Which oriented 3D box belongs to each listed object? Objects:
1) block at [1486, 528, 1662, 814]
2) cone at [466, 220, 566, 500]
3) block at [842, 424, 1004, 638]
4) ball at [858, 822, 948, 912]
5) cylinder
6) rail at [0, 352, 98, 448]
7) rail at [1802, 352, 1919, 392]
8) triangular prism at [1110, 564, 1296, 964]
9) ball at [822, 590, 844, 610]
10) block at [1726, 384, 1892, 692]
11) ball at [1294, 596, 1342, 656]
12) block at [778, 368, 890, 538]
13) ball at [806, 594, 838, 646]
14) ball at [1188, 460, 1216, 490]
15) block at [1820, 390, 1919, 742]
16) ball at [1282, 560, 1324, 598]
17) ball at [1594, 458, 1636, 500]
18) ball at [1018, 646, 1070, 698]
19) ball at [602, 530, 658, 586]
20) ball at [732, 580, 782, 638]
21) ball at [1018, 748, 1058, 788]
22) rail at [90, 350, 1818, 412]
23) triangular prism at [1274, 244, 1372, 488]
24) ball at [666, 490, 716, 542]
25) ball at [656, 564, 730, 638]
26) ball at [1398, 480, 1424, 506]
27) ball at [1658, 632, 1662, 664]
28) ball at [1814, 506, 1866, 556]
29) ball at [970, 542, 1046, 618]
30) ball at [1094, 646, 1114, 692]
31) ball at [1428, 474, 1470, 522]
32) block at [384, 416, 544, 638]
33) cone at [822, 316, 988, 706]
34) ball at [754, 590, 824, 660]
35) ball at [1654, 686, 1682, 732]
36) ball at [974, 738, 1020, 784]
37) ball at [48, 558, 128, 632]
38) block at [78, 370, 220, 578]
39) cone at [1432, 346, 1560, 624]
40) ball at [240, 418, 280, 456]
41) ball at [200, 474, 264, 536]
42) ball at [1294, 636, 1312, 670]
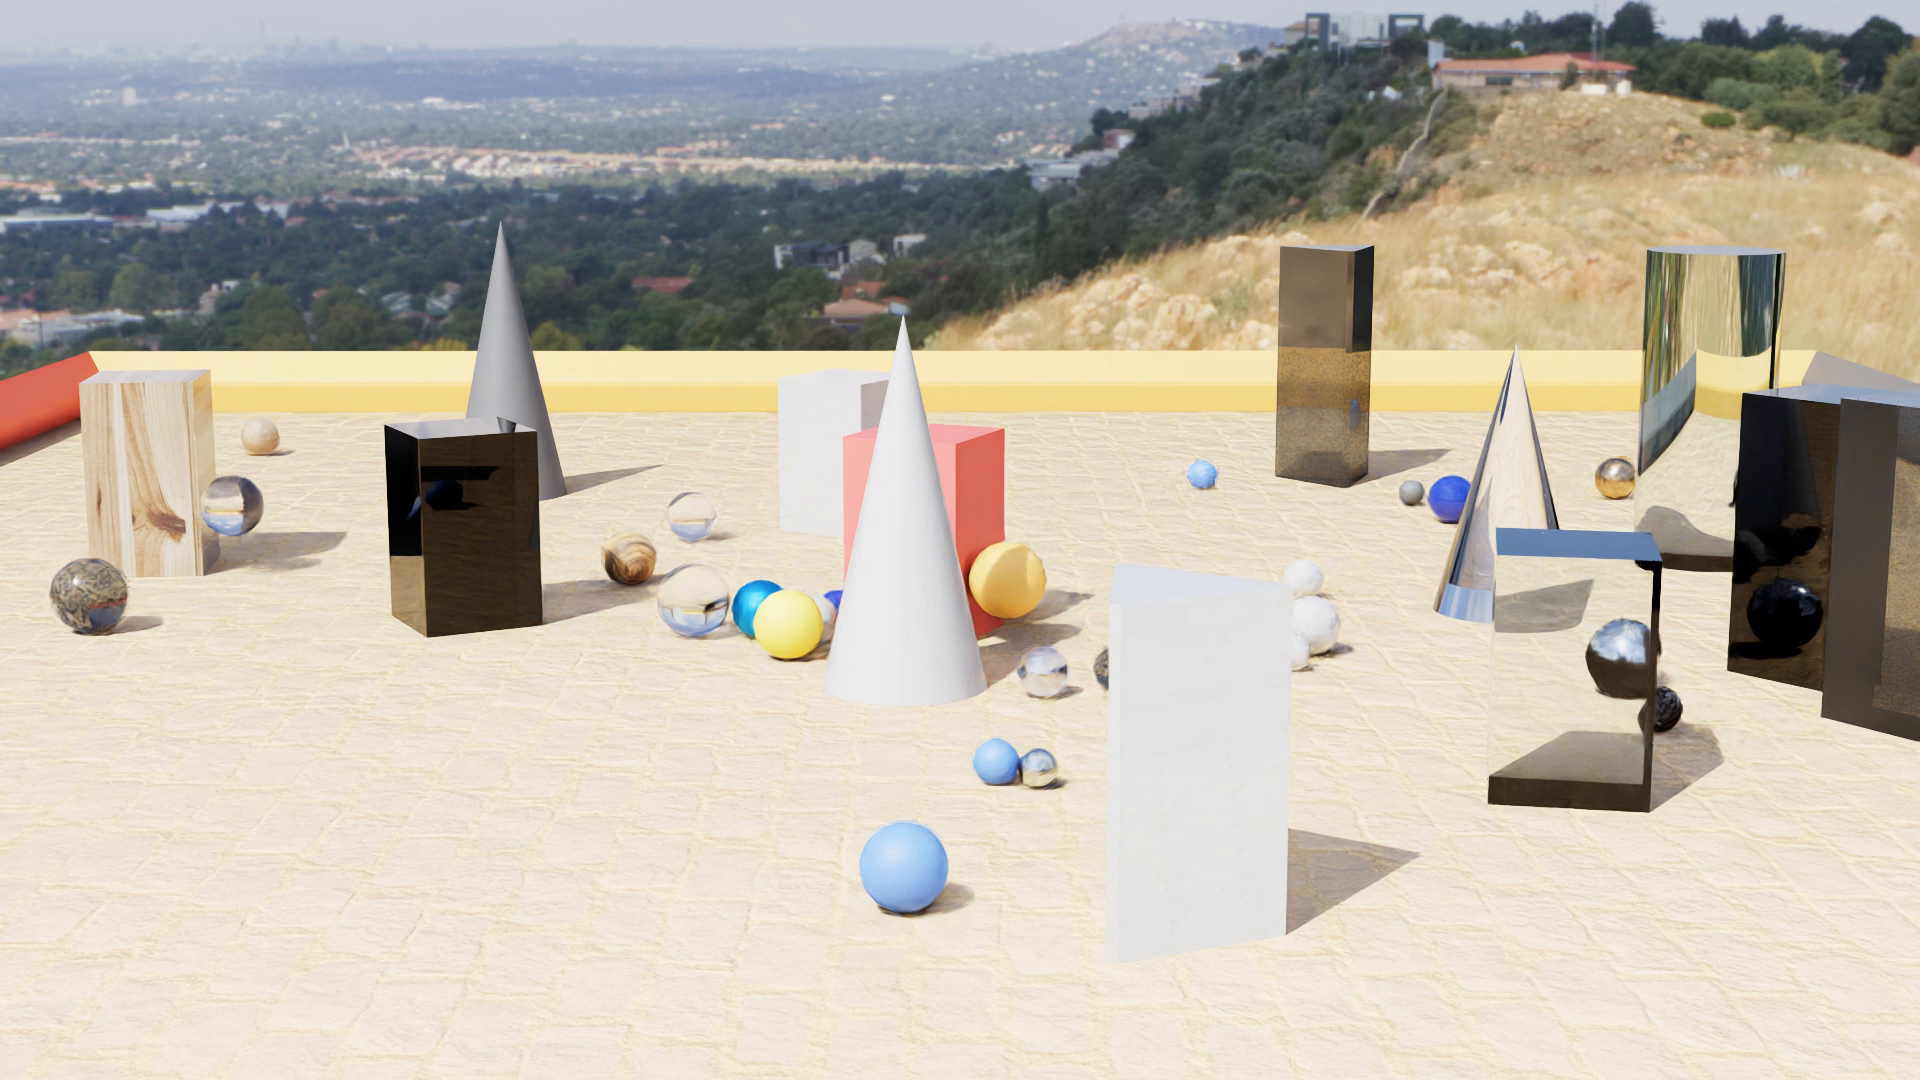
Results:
[{"bbox_3d":[0.618,0.128,2.596,0.157,0.253,0.157,2,11,11],"label":"block"},{"bbox_3d":[-0.774,-0.310,4.364,0.196,0.469,0.196,0,11,0],"label":"cone"},{"bbox_3d":[-0.045,-0.010,3.319,0.157,0.261,0.157,5,11,24],"label":"block"},{"bbox_3d":[-0.049,0.285,2.231,0.078,0.078,0.078,0,11,0],"label":"ball"},{"bbox_3d":[1.102,-0.197,3.780,0.196,0.459,0.196,0,11,0],"label":"cylinder"},{"bbox_3d":[-1.807,0.035,3.439,0.045,0.127,4.057,0,11,0],"label":"rail"},{"bbox_3d":[1.807,0.031,3.459,0.045,0.127,4.057,0,11,0],"label":"rail"},{"bbox_3d":[0.169,0.180,2.180,0.170,0.302,0.147,-5,12,-25],"label":"triangular prism"},{"bbox_3d":[-0.160,0.091,3.340,0.054,0.054,0.054,0,11,0],"label":"ball"},{"bbox_3d":[1.043,-0.006,3.076,0.157,0.341,0.157,-8,13,-37],"label":"block"},{"bbox_3d":[0.437,0.107,3.199,0.075,0.075,0.075,0,11,0],"label":"ball"},{"bbox_3d":[-0.177,-0.139,4.065,0.157,0.242,0.157,7,12,31],"label":"block"},{"bbox_3d":[-0.187,0.102,3.252,0.066,0.066,0.066,0,11,0],"label":"ball"},{"bbox_3d":[0.420,-0.113,4.452,0.051,0.051,0.051,0,11,0],"label":"ball"},{"bbox_3d":[1.082,0.026,2.845,0.157,0.363,0.157,-7,12,-33],"label":"block"},{"bbox_3d":[0.472,0.054,3.531,0.057,0.057,0.057,0,11,0],"label":"ball"},{"bbox_3d":[1.112,-0.104,4.346,0.072,0.072,0.072,0,11,0],"label":"ball"},{"bbox_3d":[0.097,0.153,2.989,0.060,0.060,0.060,0,11,0],"label":"ball"},{"bbox_3d":[-0.468,0.026,3.628,0.078,0.078,0.078,0,11,0],"label":"ball"},{"bbox_3d":[-0.255,0.089,3.296,0.075,0.075,0.075,0,11,0],"label":"ball"},{"bbox_3d":[0.080,0.232,2.614,0.041,0.041,0.041,0,11,0],"label":"ball"},{"bbox_3d":[-0.012,-0.333,5.420,3.662,0.127,0.045,0,11,0],"label":"rail"},{"bbox_3d":[0.675,-0.313,4.540,0.147,0.411,0.170,-8,13,-38],"label":"triangular prism"},{"bbox_3d":[-0.415,-0.037,3.964,0.078,0.078,0.078,0,11,0],"label":"ball"},{"bbox_3d":[-0.343,0.077,3.302,0.095,0.095,0.095,0,11,0],"label":"ball"},{"bbox_3d":[0.754,-0.079,4.287,0.044,0.044,0.044,0,11,0],"label":"ball"},{"bbox_3d":[0.786,0.128,3.042,0.091,0.091,0.091,0,11,0],"label":"ball"},{"bbox_3d":[1.320,-0.014,3.850,0.075,0.075,0.075,0,11,0],"label":"ball"},{"bbox_3d":[0.061,0.051,3.254,0.098,0.098,0.098,0,11,0],"label":"ball"},{"bbox_3d":[0.183,0.152,3.017,0.052,0.052,0.052,0,11,0],"label":"ball"},{"bbox_3d":[0.791,-0.066,4.125,0.077,0.077,0.077,0,11,0],"label":"ball"},{"bbox_3d":[-0.655,-0.020,3.381,0.157,0.259,0.157,-6,12,-28],"label":"block"},{"bbox_3d":[-0.065,-0.044,3.005,0.196,0.442,0.196,0,11,0],"label":"cone"},{"bbox_3d":[-0.213,0.105,3.179,0.086,0.086,0.086,0,11,0],"label":"ball"},{"bbox_3d":[0.772,0.186,2.834,0.052,0.052,0.052,0,11,0],"label":"ball"},{"bbox_3d":[0.037,0.227,2.626,0.047,0.047,0.047,0,11,0],"label":"ball"},{"bbox_3d":[-1.130,0.071,3.328,0.098,0.098,0.098,0,11,0],"label":"ball"},{"bbox_3d":[-1.179,-0.099,3.741,0.157,0.281,0.157,-1,11,-7],"label":"block"},{"bbox_3d":[0.738,-0.084,3.439,0.196,0.362,0.196,0,11,0],"label":"cone"},{"bbox_3d":[-1.317,-0.194,4.833,0.071,0.071,0.071,0,11,0],"label":"ball"},{"bbox_3d":[-1.047,-0.050,3.690,0.089,0.089,0.089,0,11,0],"label":"ball"},{"bbox_3d":[0.406,0.137,3.121,0.043,0.043,0.043,0,11,0],"label":"ball"}]
